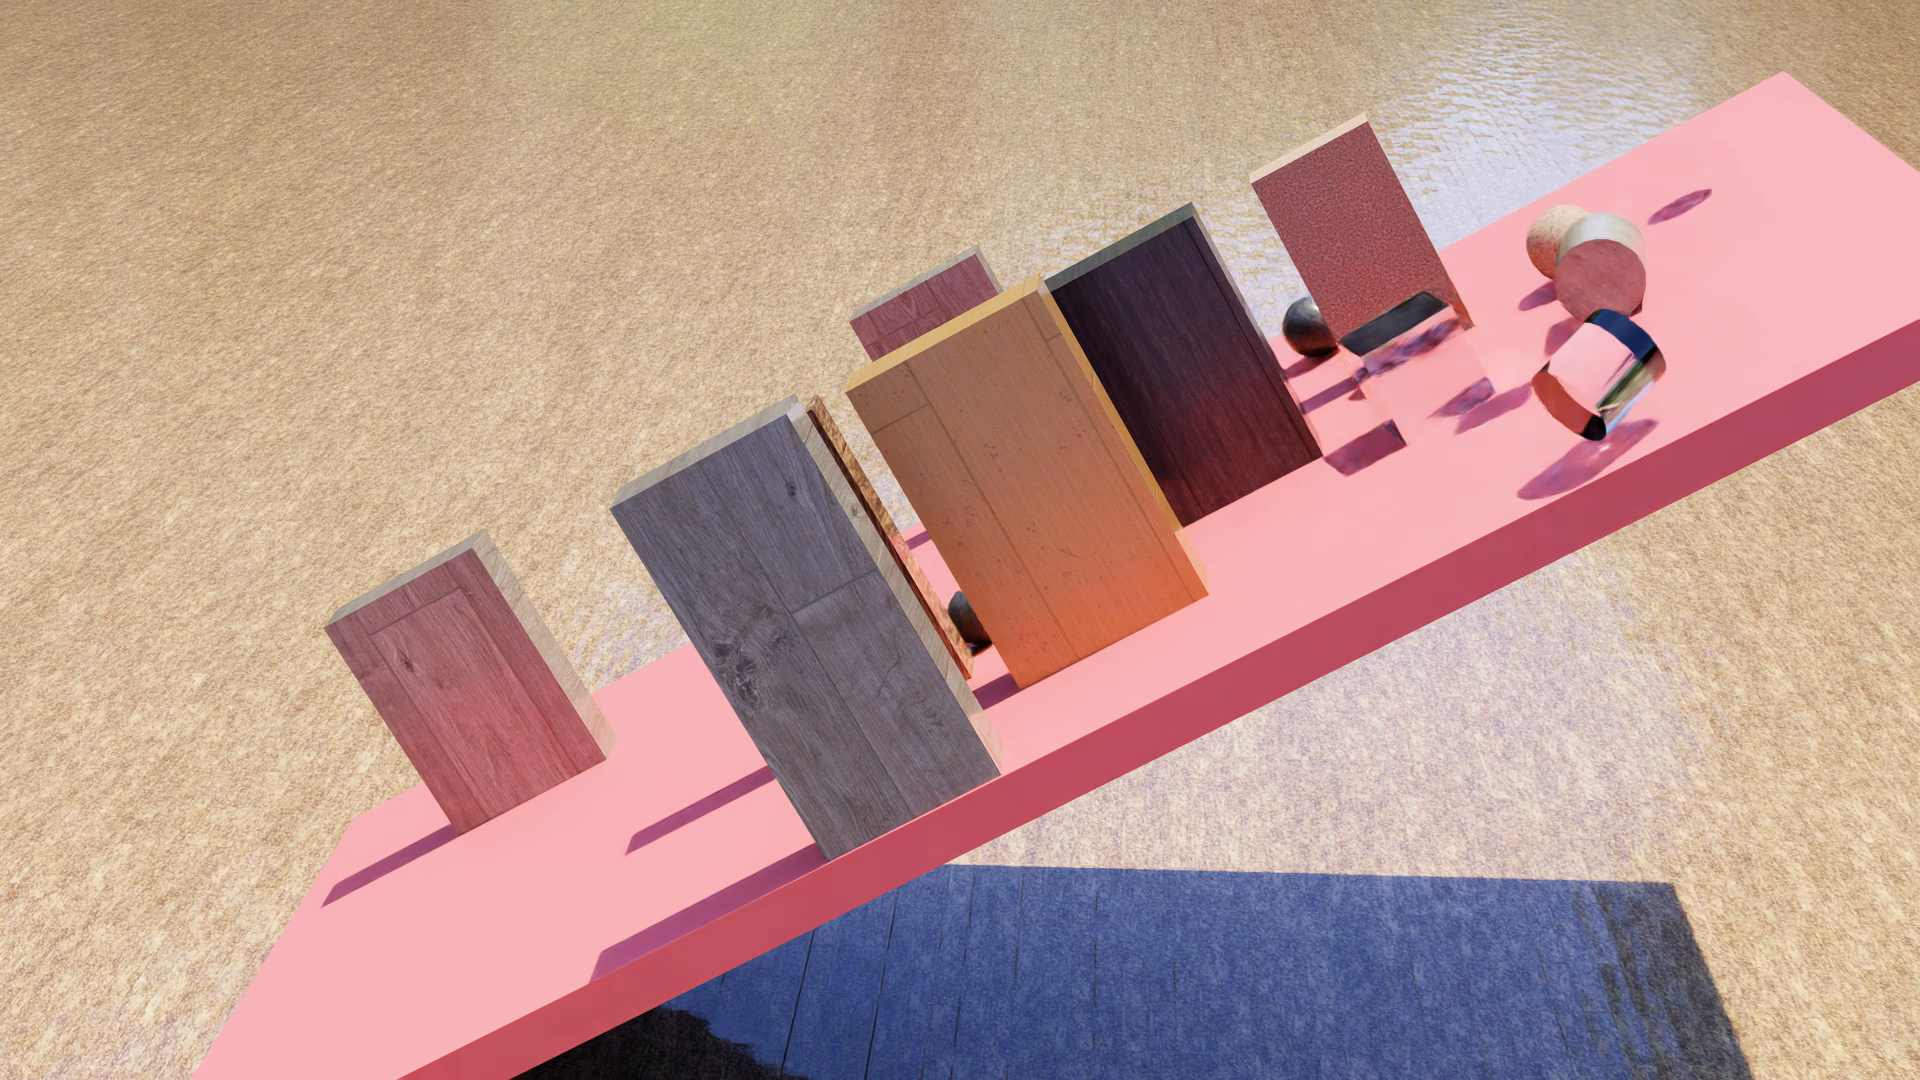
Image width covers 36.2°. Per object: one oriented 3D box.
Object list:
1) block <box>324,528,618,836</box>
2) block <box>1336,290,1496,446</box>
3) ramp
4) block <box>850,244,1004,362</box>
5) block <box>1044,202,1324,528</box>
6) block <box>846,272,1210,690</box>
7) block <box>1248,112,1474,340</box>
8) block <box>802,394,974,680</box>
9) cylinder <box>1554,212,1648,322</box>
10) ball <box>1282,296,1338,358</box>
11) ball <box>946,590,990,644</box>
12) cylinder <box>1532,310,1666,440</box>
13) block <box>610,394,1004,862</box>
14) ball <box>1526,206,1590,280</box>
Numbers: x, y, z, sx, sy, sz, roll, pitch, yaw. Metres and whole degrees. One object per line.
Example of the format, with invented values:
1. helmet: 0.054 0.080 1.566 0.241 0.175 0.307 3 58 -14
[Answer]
1. block: -1.139 0.335 6.869 0.411 0.589 0.141 -27 14 11
2. block: 0.909 -0.345 5.873 0.205 0.205 0.205 -30 14 1
3. ramp: 0.142 0.167 6.283 4.000 0.100 2.000 -27 14 11
4. block: 0.027 -0.373 7.010 0.342 0.559 0.102 -27 14 11
5. block: 0.425 -0.337 6.072 0.425 0.570 0.145 -27 14 11
6. block: 0.134 -0.108 5.647 0.413 0.681 0.141 -27 14 11
7. block: 0.861 -0.622 6.304 0.276 0.504 0.105 -27 14 11
8. block: -0.303 0.083 5.948 0.397 0.641 0.111 -27 14 11
9. cylinder: 1.279 -0.542 5.864 0.176 0.176 0.176 4 24 12
10. ball: 0.805 -0.486 6.692 0.142 0.142 0.142 0 18 0
11. ball: 0.034 0.154 6.088 0.123 0.123 0.123 0 18 0
12. cylinder: 1.120 -0.289 5.155 0.164 0.164 0.164 -45 34 -13
13. block: -0.269 0.164 5.336 0.366 0.773 0.138 -27 14 11
14. ball: 1.274 -0.625 6.194 0.159 0.159 0.159 0 18 0
